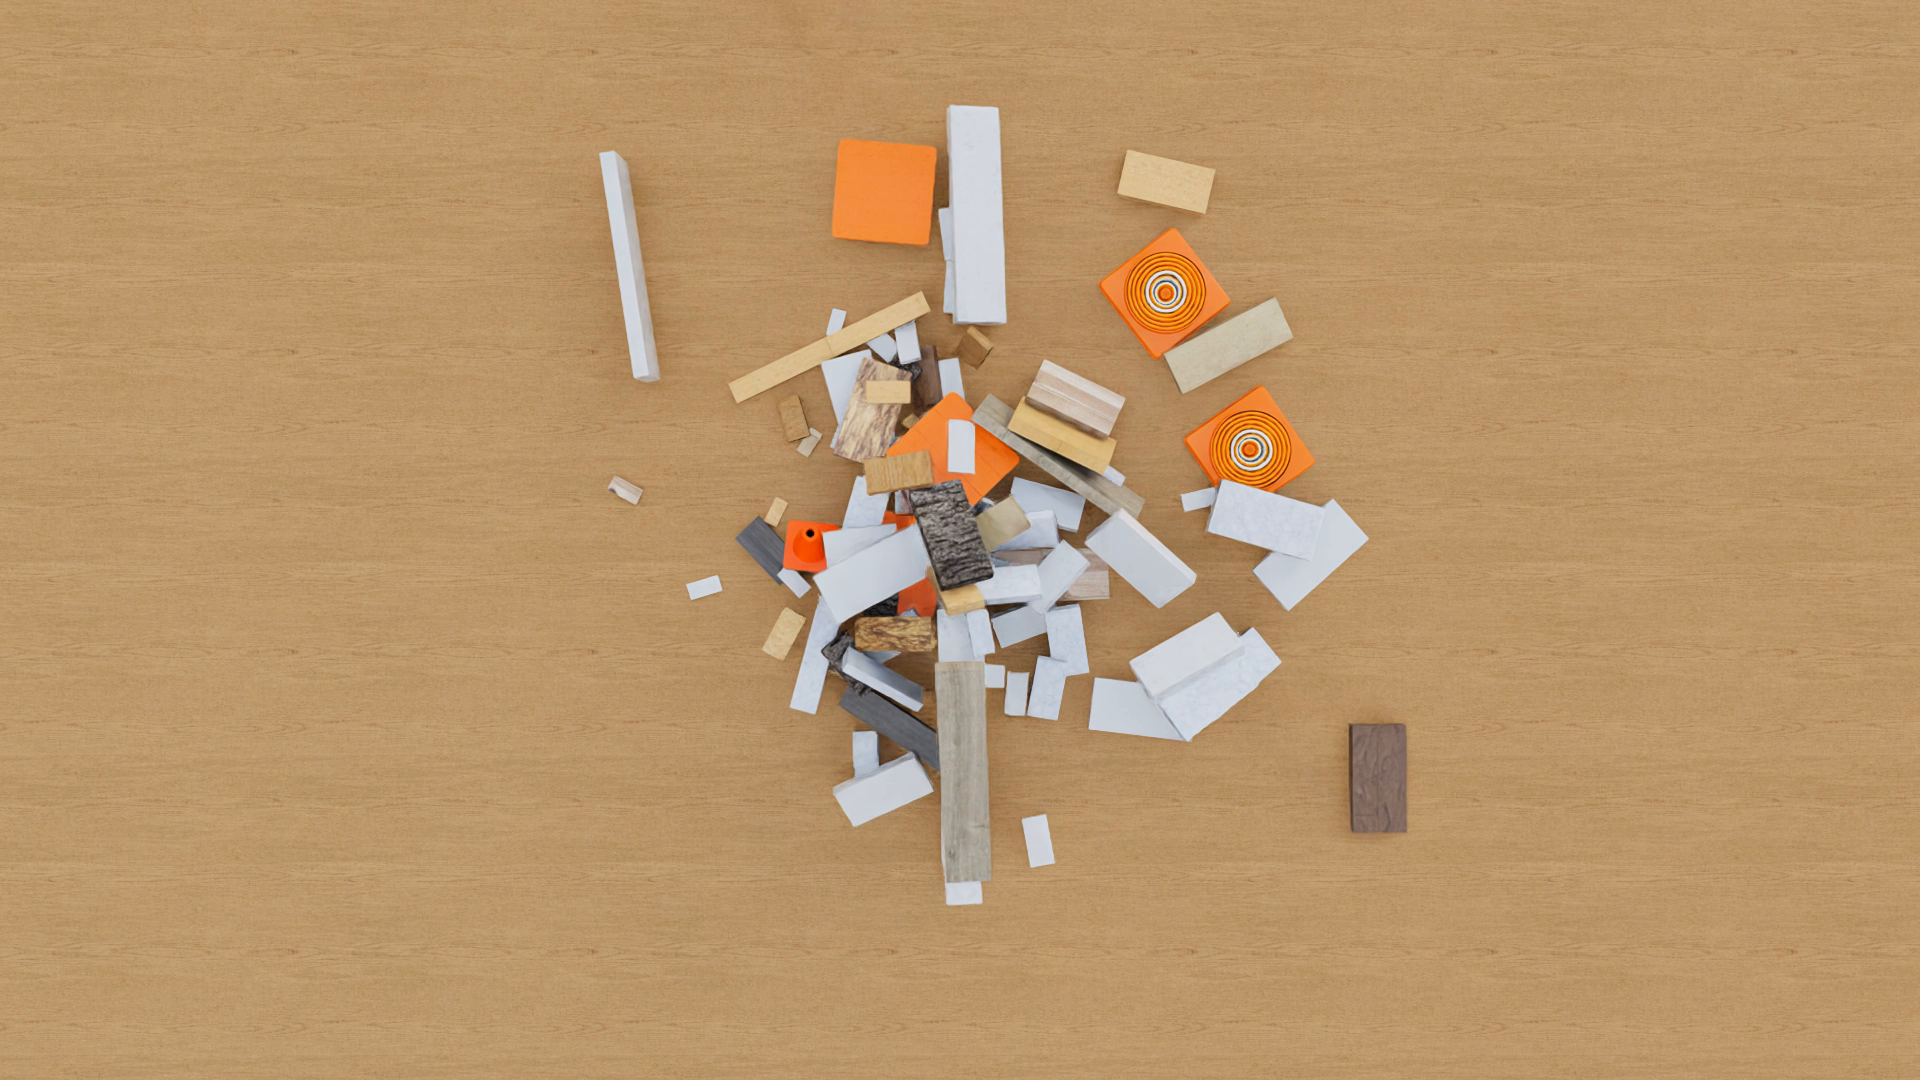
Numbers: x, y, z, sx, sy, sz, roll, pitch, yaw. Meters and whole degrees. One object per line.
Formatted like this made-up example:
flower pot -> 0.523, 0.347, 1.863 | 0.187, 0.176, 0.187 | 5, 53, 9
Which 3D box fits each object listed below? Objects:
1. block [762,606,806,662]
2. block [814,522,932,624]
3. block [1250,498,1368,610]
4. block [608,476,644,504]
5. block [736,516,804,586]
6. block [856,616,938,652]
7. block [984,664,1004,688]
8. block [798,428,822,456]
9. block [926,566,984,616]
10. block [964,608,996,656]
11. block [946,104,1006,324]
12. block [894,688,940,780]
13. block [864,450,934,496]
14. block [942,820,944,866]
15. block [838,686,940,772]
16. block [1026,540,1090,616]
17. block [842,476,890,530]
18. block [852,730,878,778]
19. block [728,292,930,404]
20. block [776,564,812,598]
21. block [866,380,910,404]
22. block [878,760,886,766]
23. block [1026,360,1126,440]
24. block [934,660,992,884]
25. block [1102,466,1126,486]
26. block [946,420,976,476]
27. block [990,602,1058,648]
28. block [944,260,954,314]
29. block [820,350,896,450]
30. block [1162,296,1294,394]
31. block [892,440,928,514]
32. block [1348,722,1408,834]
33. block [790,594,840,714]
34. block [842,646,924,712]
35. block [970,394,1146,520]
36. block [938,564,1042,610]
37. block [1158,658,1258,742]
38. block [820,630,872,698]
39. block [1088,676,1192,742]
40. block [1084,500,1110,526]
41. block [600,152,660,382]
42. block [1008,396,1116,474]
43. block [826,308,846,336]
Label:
block -> -0.585, 0.312, 5.488 | 0.081, 0.023, 0.163 | 29, 90, 0
block -> -0.254, 0.098, 5.352 | 0.411, 0.049, 0.171 | -28, 96, -2
block -> 1.160, 0.049, 5.475 | 0.356, 0.050, 0.178 | -42, 90, 0
block -> -1.113, -0.166, 5.492 | 0.108, 0.015, 0.054 | 28, 90, 0
block -> -0.634, 0.036, 5.485 | 0.108, 0.031, 0.217 | -44, 90, 0
block -> -0.206, 0.302, 5.299 | 0.334, 0.031, 0.108 | -3, 88, 41
block -> 0.070, 0.424, 5.162 | 0.139, 0.020, 0.069 | 3, 90, 0
block -> -0.501, -0.325, 5.494 | 0.045, 0.013, 0.091 | 32, 90, 0
block -> -0.016, 0.150, 5.243 | 0.121, 0.241, 0.034 | -11, 124, -13
block -> 0.063, 0.290, 5.157 | 0.069, 0.020, 0.139 | -12, 94, -12
block -> 0.054, -1.070, 5.438 | 0.167, 0.047, 0.716 | -1, 87, -16
block -> -0.135, 0.648, 5.479 | 0.148, 0.042, 0.295 | -4, 90, 0
block -> -0.196, -0.217, 5.308 | 0.220, 0.031, 0.110 | -9, 79, 12
block -> -0.001, 0.965, 5.483 | 0.118, 0.034, 0.237 | 0, 90, 0
block -> -0.202, 0.612, 5.442 | 0.418, 0.029, 0.102 | 32, 97, 9
block -> 0.304, 0.124, 5.408 | 0.235, 0.033, 0.117 | -47, 63, -2
block -> -0.313, -0.079, 5.412 | 0.120, 0.034, 0.240 | 16, 94, -2
block -> -0.312, 0.717, 5.476 | 0.081, 0.023, 0.163 | -2, 83, -2
block -> -0.433, -0.638, 5.474 | 0.712, 0.020, 0.072 | -25, 90, 2
block -> -0.549, 0.135, 5.465 | 0.054, 0.015, 0.108 | -43, 98, 0
block -> -0.235, -0.483, 5.387 | 0.144, 0.020, 0.072 | 0, 88, -7
block -> -0.270, 0.784, 5.492 | 0.049, 0.014, 0.097 | 6, 89, 0
block -> 0.381, -0.465, 5.454 | 0.299, 0.042, 0.149 | 26, 70, 0
block -> 0.013, 0.743, 5.178 | 0.148, 0.042, 0.874 | -2, 123, 0
block -> 0.492, -0.225, 5.471 | 0.117, 0.058, 0.017 | 35, 121, 0
block -> 0.005, -0.302, 5.374 | 0.087, 0.025, 0.175 | 3, 79, -8
block -> 0.221, 0.267, 5.456 | 0.220, 0.031, 0.110 | -21, 109, 6
block -> -0.007, -0.836, 5.464 | 0.086, 0.024, 0.171 | 4, 90, 0
block -> -0.334, -0.446, 5.455 | 0.167, 0.047, 0.334 | -16, 90, -7
block -> 0.885, -0.645, 5.463 | 0.412, 0.042, 0.149 | -27, 103, 0
block -> -0.159, -0.209, 5.440 | 0.120, 0.034, 0.240 | 0, 83, -34
block -> 1.387, 0.790, 5.475 | 0.178, 0.050, 0.356 | -1, 90, 0
block -> -0.467, 0.376, 5.433 | 0.087, 0.025, 0.386 | 15, 89, 6
block -> -0.250, 0.453, 5.366 | 0.286, 0.117, 0.033 | 30, 110, -13
block -> 0.325, -0.263, 5.423 | 0.629, 0.153, 0.043 | 35, 121, 0
block -> 0.092, 0.151, 5.344 | 0.336, 0.034, 0.121 | -5, 54, -8
block -> 0.809, 0.504, 5.388 | 0.305, 0.043, 0.153 | -36, 89, -10
block -> -0.352, 0.407, 5.416 | 0.102, 0.029, 0.204 | -43, 101, -21
block -> 0.606, 0.561, 5.476 | 0.343, 0.049, 0.171 | 7, 90, 0
block -> 0.447, -0.109, 5.492 | 0.058, 0.017, 0.117 | -35, 90, 0
block -> -1.081, -0.891, 5.412 | 0.049, 0.173, 0.733 | -9, 90, 2
block -> 0.336, -0.345, 5.413 | 0.346, 0.173, 0.049 | 26, 121, 0
block -> -0.412, -0.722, 5.494 | 0.045, 0.013, 0.091 | 16, 90, 0
